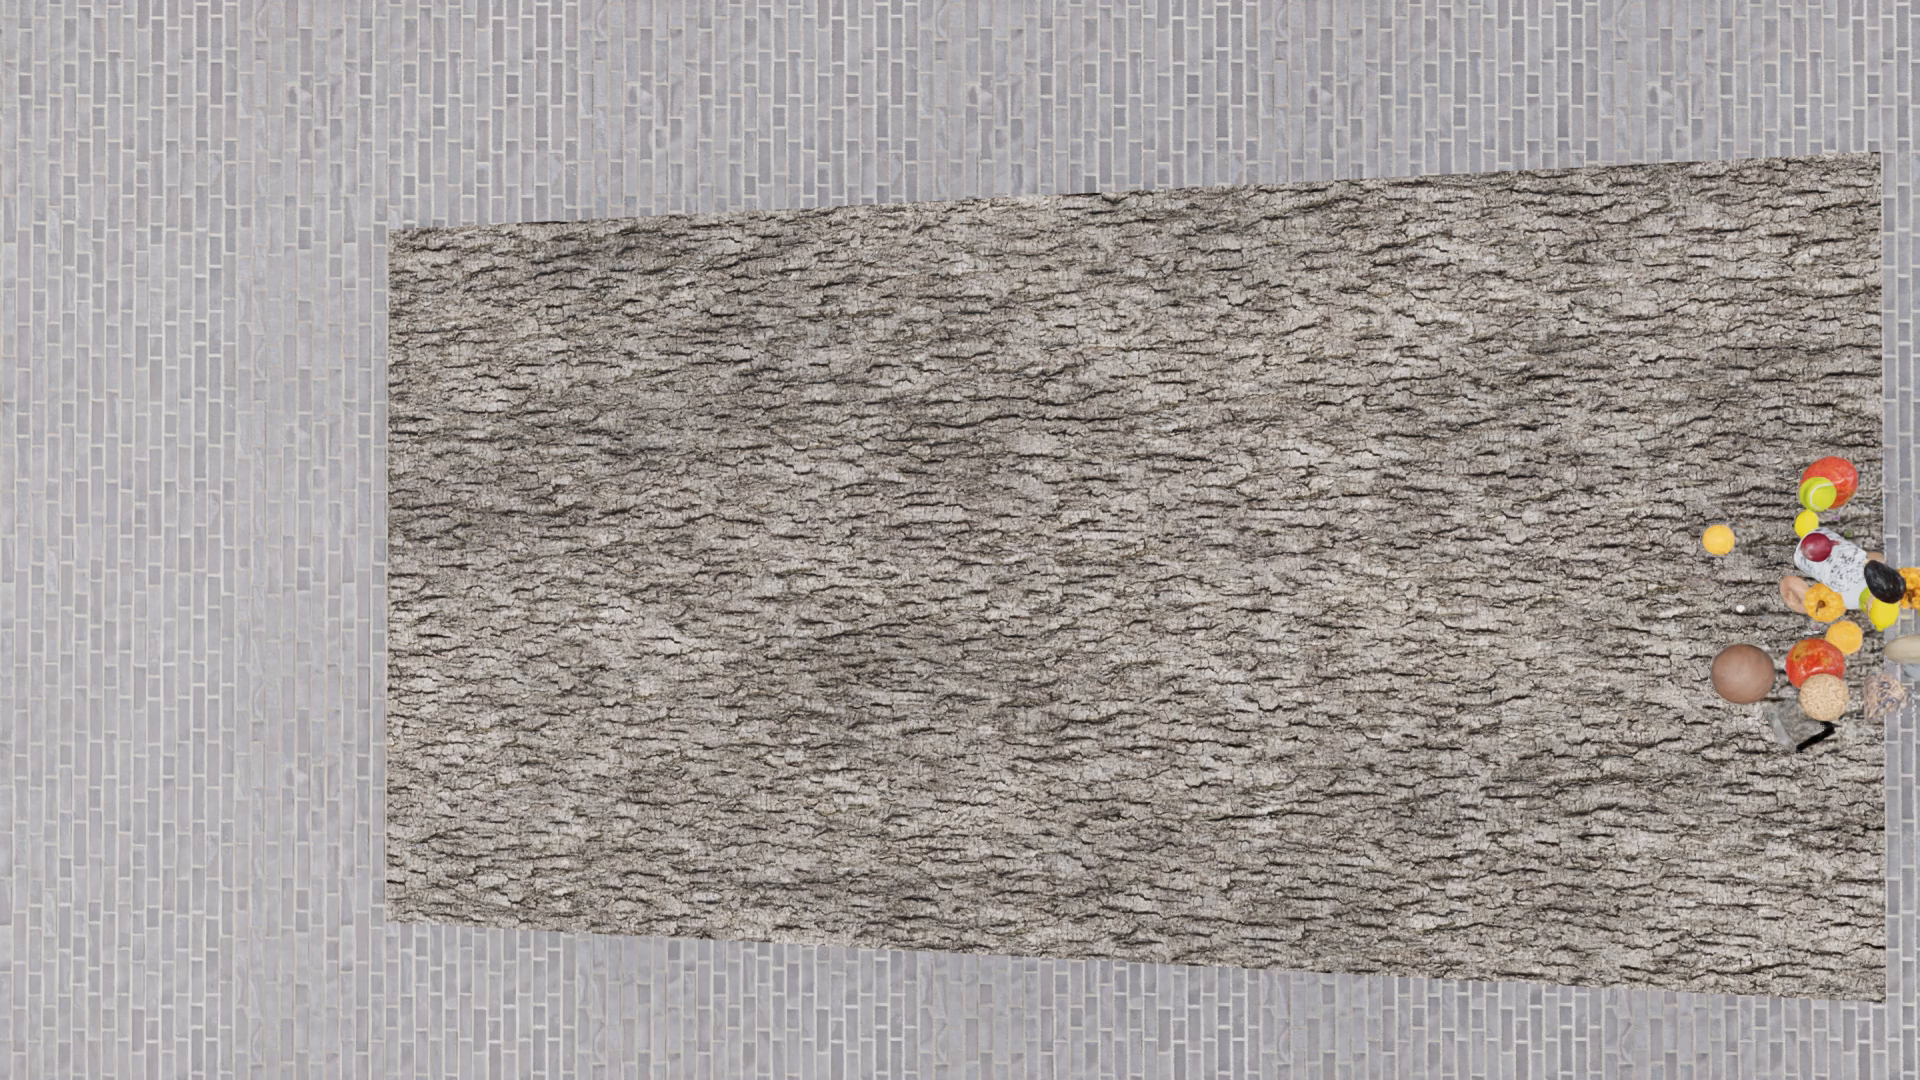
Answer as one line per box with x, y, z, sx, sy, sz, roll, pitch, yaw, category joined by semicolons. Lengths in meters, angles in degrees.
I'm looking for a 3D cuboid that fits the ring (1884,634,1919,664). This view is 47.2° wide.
1.745;0.198;3.993;0.123;0.123;0.041;0;77;0;ring

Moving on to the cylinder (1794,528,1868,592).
1.770;0.040;4.467;0.099;0.099;0.099;-11;120;-19;cylinder

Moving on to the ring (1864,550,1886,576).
1.925;0.055;4.758;0.144;0.144;0.048;-9;91;0;ring

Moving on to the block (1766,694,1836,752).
1.920;0.416;5.026;0.095;0.095;0.095;-29;91;1;block

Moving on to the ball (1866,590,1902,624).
1.868;0.135;4.450;0.067;0.067;0.067;0;89;0;ball

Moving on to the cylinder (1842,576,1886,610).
1.943;0.113;4.723;0.069;0.069;0.069;-5;89;42;cylinder

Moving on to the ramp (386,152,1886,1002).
0.274;0.094;5.804;4.000;0.100;2.000;0;89;17;ramp

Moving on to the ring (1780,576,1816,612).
1.958;0.127;5.142;0.032;0.097;0.097;-30;89;-13;ring

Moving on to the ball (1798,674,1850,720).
1.717;0.312;4.370;0.094;0.094;0.094;0;89;0;ball

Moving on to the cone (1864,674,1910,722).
1.743;0.318;4.184;0.092;0.092;0.092;46;65;1;cone

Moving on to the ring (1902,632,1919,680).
1.926;0.230;4.393;0.036;0.109;0.109;22;89;-12;ring
